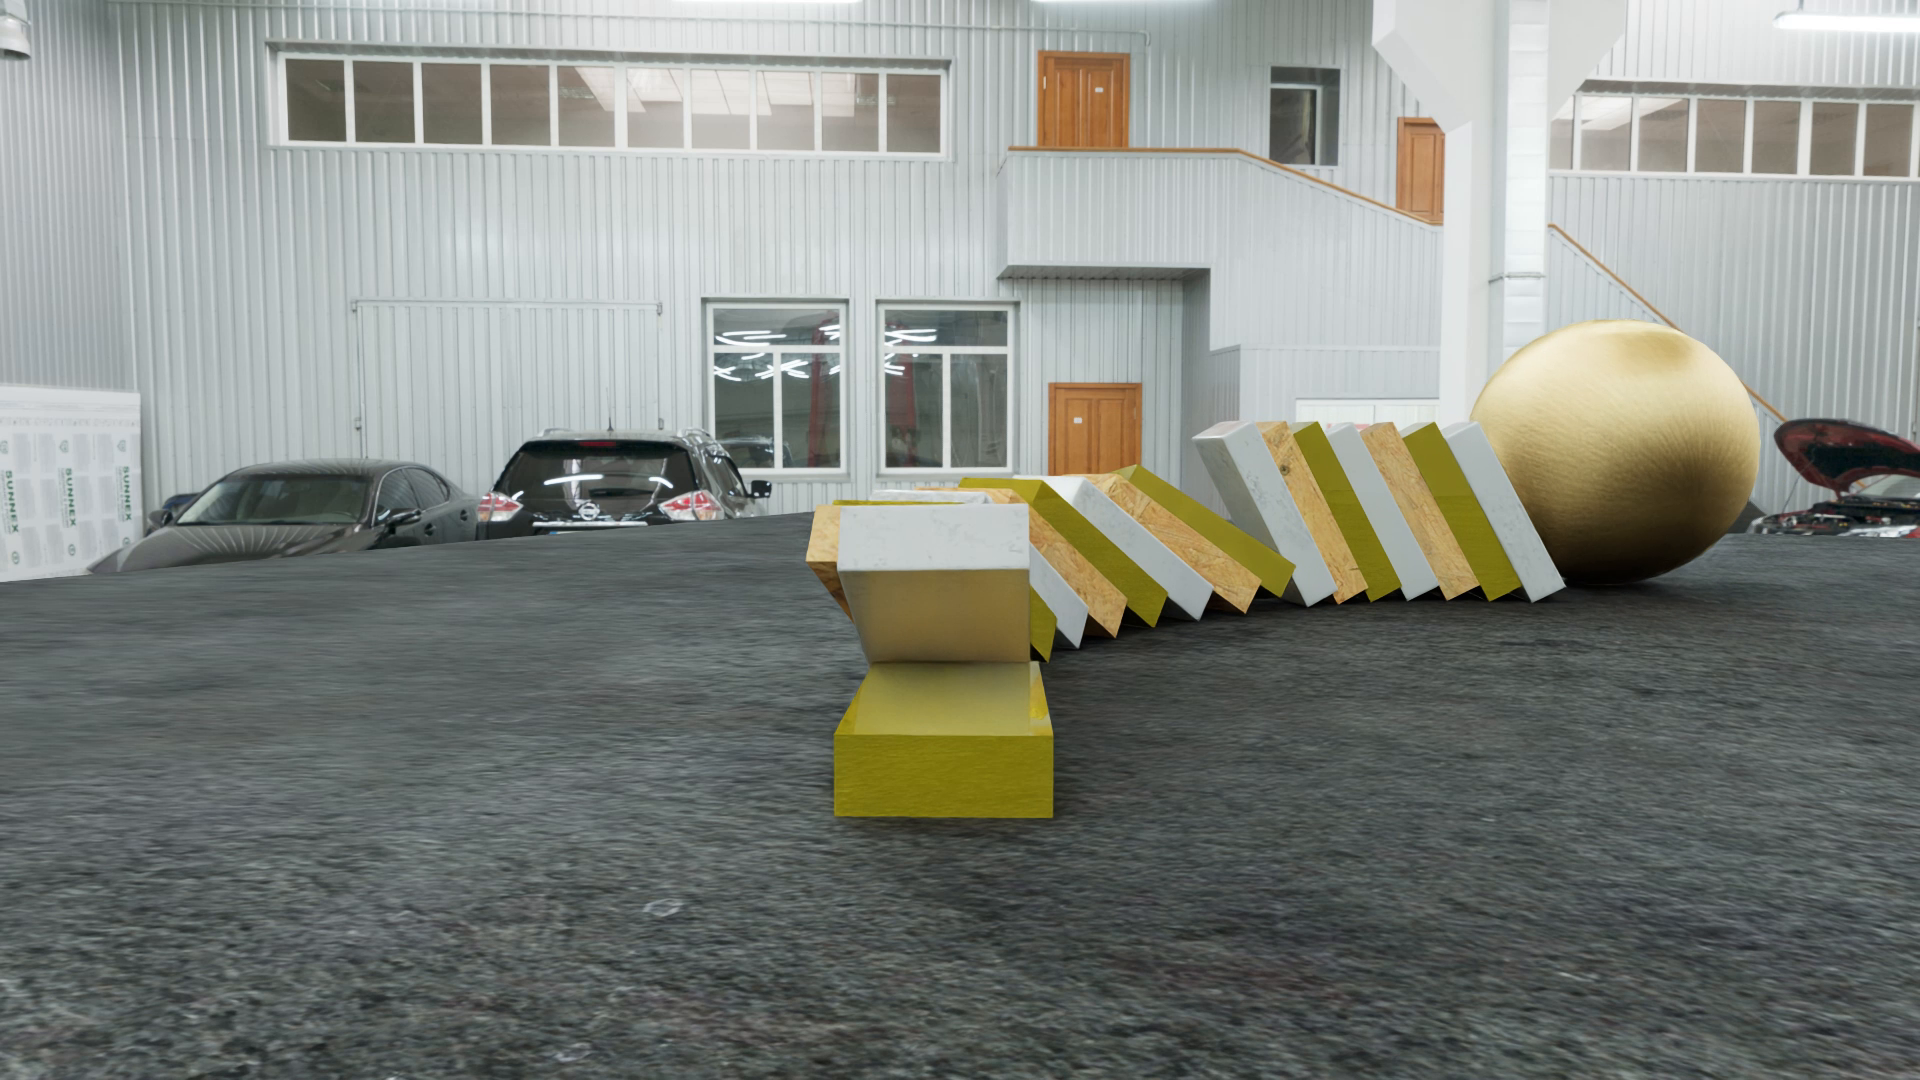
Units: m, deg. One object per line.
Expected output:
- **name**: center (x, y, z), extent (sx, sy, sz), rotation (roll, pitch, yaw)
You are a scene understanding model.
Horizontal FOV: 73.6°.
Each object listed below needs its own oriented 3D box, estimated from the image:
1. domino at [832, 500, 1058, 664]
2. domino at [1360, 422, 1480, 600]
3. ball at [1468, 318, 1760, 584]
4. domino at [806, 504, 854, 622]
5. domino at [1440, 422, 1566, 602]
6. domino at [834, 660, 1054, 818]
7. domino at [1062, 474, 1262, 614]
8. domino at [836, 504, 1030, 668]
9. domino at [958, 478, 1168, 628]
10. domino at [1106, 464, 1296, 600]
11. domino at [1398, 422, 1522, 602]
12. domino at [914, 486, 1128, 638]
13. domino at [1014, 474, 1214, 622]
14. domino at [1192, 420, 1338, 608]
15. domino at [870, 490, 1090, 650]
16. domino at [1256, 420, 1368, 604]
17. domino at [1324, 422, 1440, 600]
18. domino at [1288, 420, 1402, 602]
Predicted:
- **domino**: center (-0.002, 0.008, 0.235), extent (0.025, 0.009, 0.050), rotation (2, -25, 25)
- **domino**: center (0.126, -0.009, 0.360), extent (0.009, 0.050, 0.025), rotation (-28, 0, 9)
- **ball**: center (0.195, -0.027, 0.388), extent (0.080, 0.080, 0.080), rotation (0, 4, 0)
- **domino**: center (-0.005, 0.010, 0.214), extent (0.025, 0.009, 0.050), rotation (1, -25, 14)
- **domino**: center (0.147, -0.008, 0.355), extent (0.010, 0.050, 0.025), rotation (-28, 0, 9)
- **domino**: center (-0.001, 0.025, 0.171), extent (0.025, 0.010, 0.050), rotation (0, 4, 1)
- **domino**: center (0.048, 0.001, 0.319), extent (0.050, 0.009, 0.025), rotation (34, -12, -23)
- **domino**: center (-0.002, 0.011, 0.190), extent (0.025, 0.009, 0.050), rotation (-1, -26, 3)
- **domino**: center (0.023, 0.003, 0.291), extent (0.025, 0.010, 0.050), rotation (5, -26, 48)
- **domino**: center (0.059, -0.001, 0.332), extent (0.050, 0.009, 0.025), rotation (31, -11, -12)
- **domino**: center (0.137, -0.009, 0.358), extent (0.009, 0.050, 0.025), rotation (-28, 0, 9)
- **domino**: center (0.012, 0.005, 0.273), extent (0.025, 0.010, 0.050), rotation (3, -25, 39)
- **domino**: center (0.035, 0.002, 0.305), extent (0.050, 0.010, 0.025), rotation (37, -18, -32)
- **domino**: center (0.081, -0.007, 0.342), extent (0.009, 0.050, 0.025), rotation (-29, 7, -5)
- **domino**: center (0.004, 0.007, 0.255), extent (0.025, 0.009, 0.050), rotation (3, -26, 32)
- **domino**: center (0.091, -0.008, 0.349), extent (0.009, 0.050, 0.025), rotation (-29, 7, -4)
- **domino**: center (0.115, -0.009, 0.359), extent (0.010, 0.050, 0.025), rotation (-28, 0, 9)
- **domino**: center (0.103, -0.008, 0.355), extent (0.010, 0.050, 0.025), rotation (-28, 4, 2)
